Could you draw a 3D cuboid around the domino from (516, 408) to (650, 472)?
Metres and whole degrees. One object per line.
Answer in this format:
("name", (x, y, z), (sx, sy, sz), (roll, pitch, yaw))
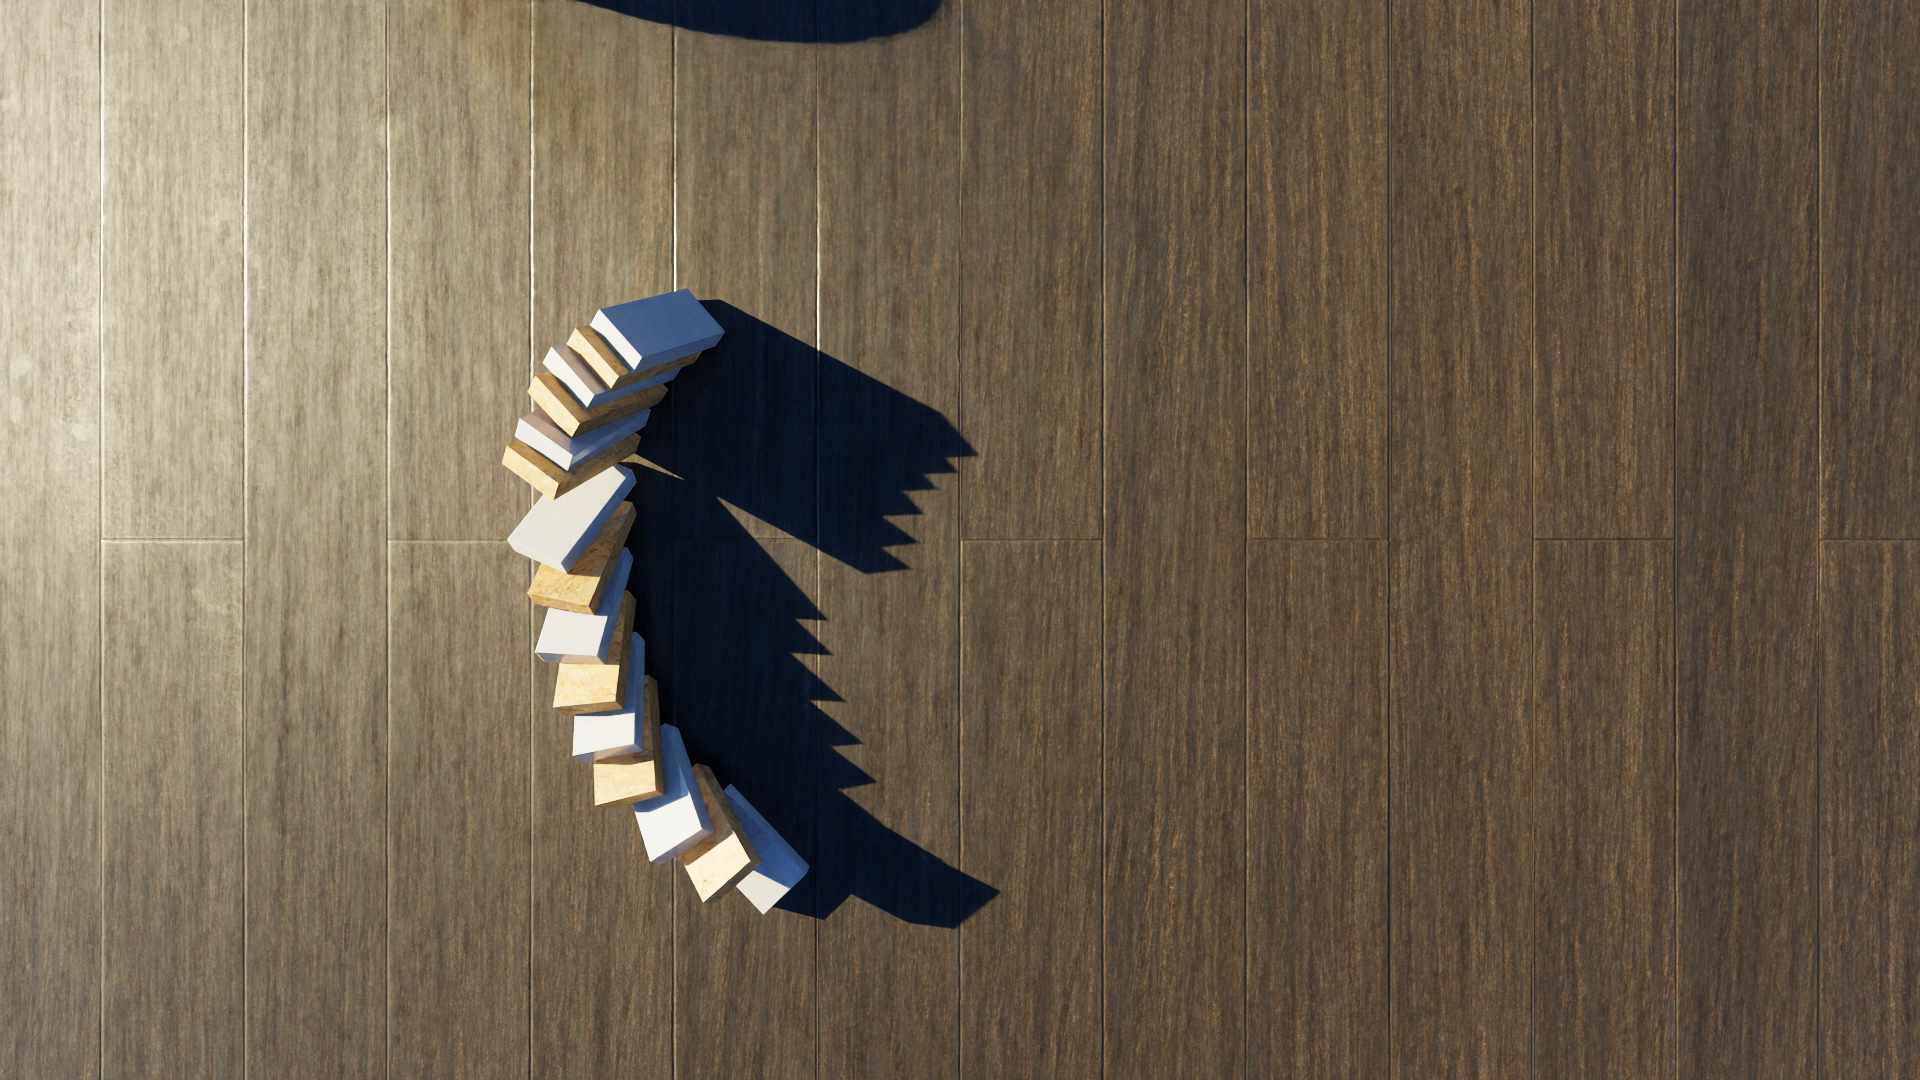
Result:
("domino", (-0.154, -0.048, 0.377), (0.025, 0.050, 0.009), (35, 125, 0))

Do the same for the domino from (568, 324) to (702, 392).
("domino", (-0.132, -0.080, 0.377), (0.025, 0.050, 0.010), (48, 126, 0))

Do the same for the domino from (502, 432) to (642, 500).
("domino", (-0.158, -0.037, 0.377), (0.025, 0.050, 0.009), (36, 125, 1))

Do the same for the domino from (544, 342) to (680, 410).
("domino", (-0.141, -0.072, 0.377), (0.025, 0.050, 0.010), (49, 126, 0))

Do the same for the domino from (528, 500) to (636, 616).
("domino", (-0.157, 0.005, 0.383), (0.025, 0.009, 0.050), (11, 60, 0))

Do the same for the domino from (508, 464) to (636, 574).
("domino", (-0.161, -0.013, 0.382), (0.025, 0.009, 0.050), (22, 60, 7))

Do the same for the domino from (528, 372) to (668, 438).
("domino", (-0.148, -0.061, 0.377), (0.025, 0.050, 0.010), (47, 126, 0))

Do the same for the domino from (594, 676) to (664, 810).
("domino", (-0.140, 0.084, 0.384), (0.025, 0.010, 0.050), (-14, 63, 0))

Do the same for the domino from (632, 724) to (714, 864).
("domino", (-0.123, 0.105, 0.383), (0.025, 0.010, 0.050), (-33, 61, 3))

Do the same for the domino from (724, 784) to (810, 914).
("domino", (-0.092, 0.133, 0.395), (0.025, 0.009, 0.050), (-44, 90, 0))

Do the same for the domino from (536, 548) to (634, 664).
("domino", (-0.156, 0.026, 0.383), (0.025, 0.010, 0.050), (3, 60, 1))

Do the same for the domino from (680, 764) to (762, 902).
("domino", (-0.105, 0.121, 0.381), (0.025, 0.010, 0.050), (-42, 60, 1))

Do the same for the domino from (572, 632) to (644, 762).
("domino", (-0.146, 0.065, 0.383), (0.025, 0.010, 0.050), (-11, 60, 0))

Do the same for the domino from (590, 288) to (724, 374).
("domino", (-0.123, -0.087, 0.377), (0.025, 0.050, 0.010), (48, 126, 0))

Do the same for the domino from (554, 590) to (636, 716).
("domino", (-0.152, 0.047, 0.383), (0.025, 0.009, 0.050), (-6, 59, 1))
